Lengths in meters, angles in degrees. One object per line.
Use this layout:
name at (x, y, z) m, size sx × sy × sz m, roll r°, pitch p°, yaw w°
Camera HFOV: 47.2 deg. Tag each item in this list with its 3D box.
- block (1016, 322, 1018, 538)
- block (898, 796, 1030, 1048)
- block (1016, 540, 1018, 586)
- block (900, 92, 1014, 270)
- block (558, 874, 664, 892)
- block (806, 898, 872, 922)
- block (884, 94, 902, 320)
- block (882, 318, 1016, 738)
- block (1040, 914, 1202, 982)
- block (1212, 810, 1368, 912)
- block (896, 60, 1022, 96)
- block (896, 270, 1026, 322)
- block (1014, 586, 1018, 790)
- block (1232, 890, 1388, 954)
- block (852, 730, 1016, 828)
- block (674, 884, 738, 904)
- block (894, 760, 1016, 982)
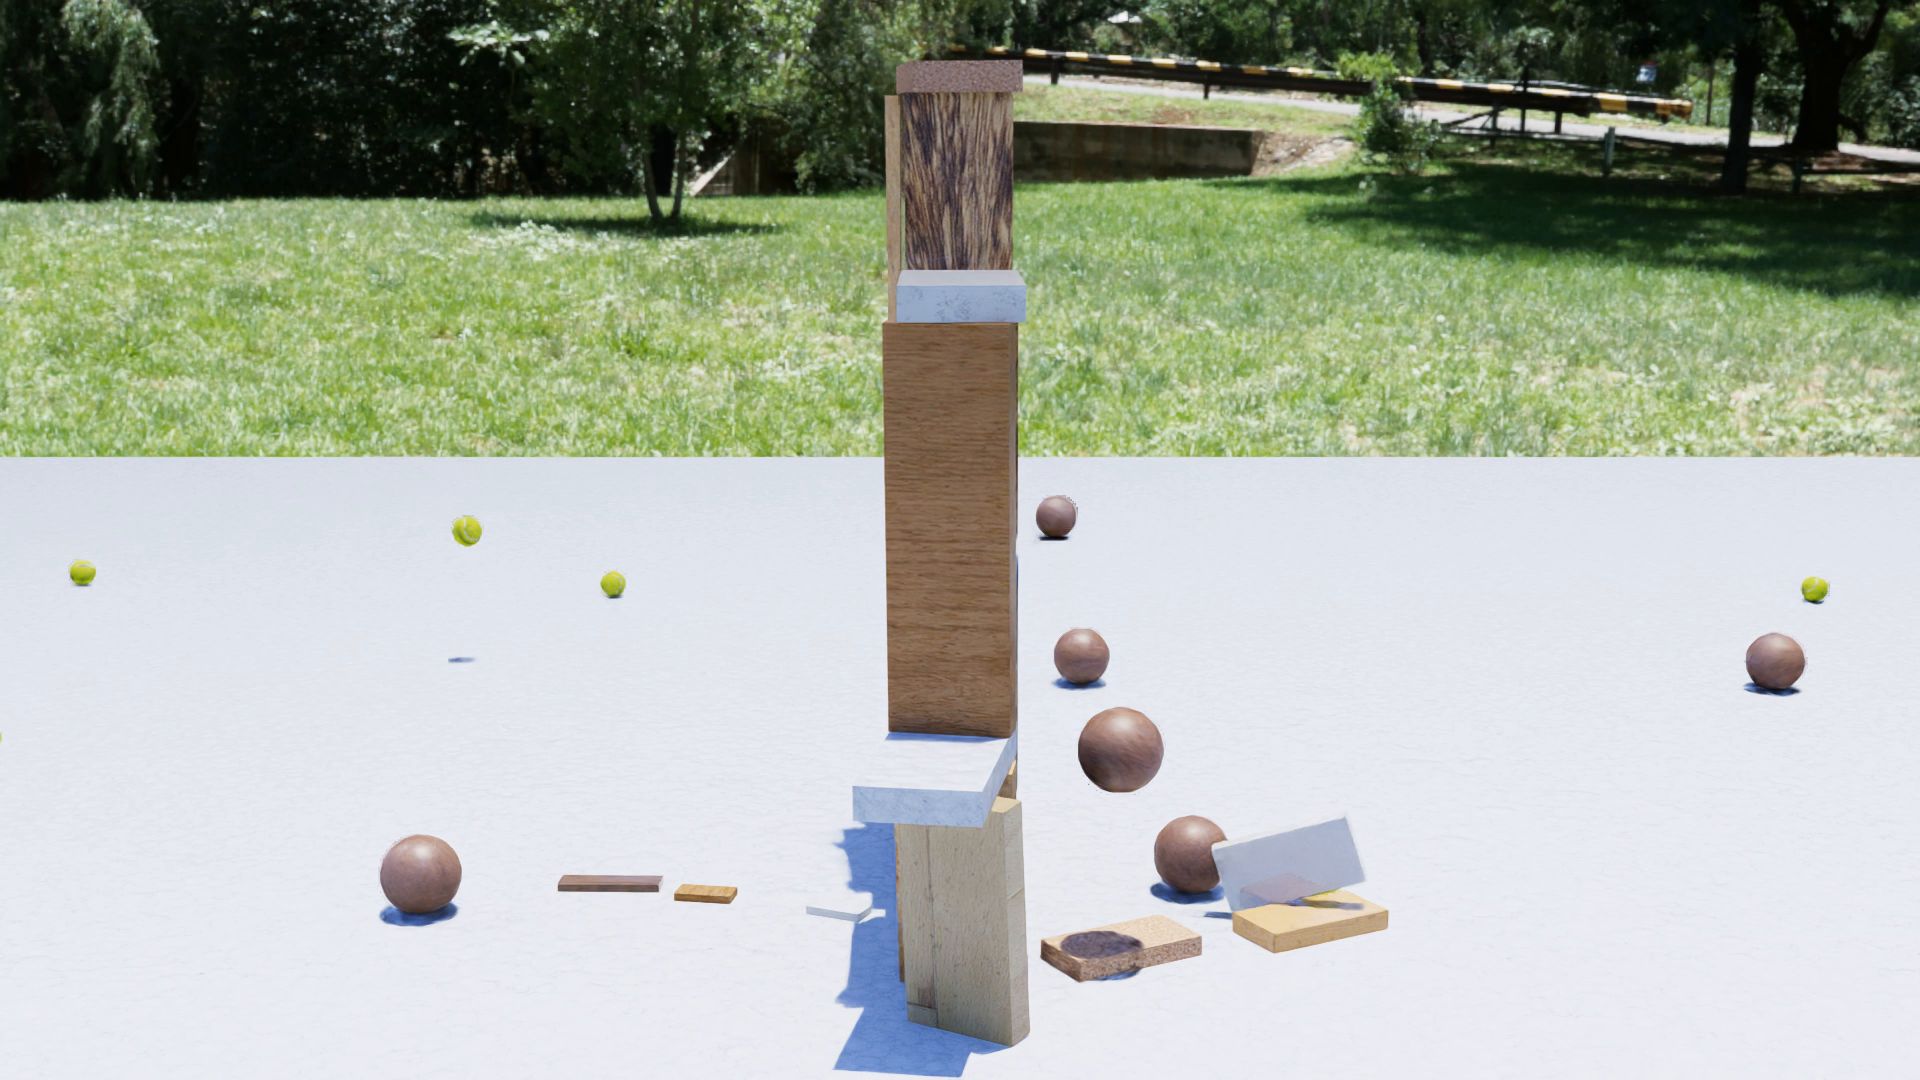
block at (0.000, -0.181, 3.376) m, size 0.178 × 0.356 × 0.050 m, roll 0°, pitch 17°, yaw 2°
block at (0.005, 0.522, 3.075) m, size 0.174 × 0.347 × 0.049 m, roll 6°, pitch 17°, yaw 31°
block at (0.007, 0.016, 3.426) m, size 0.162 × 0.046 × 0.323 m, roll 0°, pitch 10°, yaw 0°
block at (-0.005, -0.540, 3.527) m, size 0.174 × 0.347 × 0.049 m, roll -2°, pitch 11°, yaw -8°
block at (-0.587, 0.578, 3.698) m, size 0.170 × 0.014 × 0.048 m, roll 0°, pitch 11°, yaw 1°
block at (-0.197, 0.601, 3.574) m, size 0.095 × 0.014 × 0.048 m, roll 5°, pitch 12°, yaw 24°
block at (-0.038, -0.510, 3.773) m, size 0.174 × 0.497 × 0.049 m, roll -7°, pitch 12°, yaw -31°
block at (-0.013, -0.015, 3.113) m, size 0.178 × 0.591 × 0.050 m, roll 2°, pitch 13°, yaw 11°
block at (0.249, 0.627, 3.385) m, size 0.223 × 0.032 × 0.112 m, roll -6°, pitch 12°, yaw -29°
block at (0.528, 0.518, 3.529) m, size 0.223 × 0.112 × 0.032 m, roll -17°, pitch 8°, yaw 15°
block at (-0.005, -0.761, 3.627) m, size 0.174 × 0.049 × 0.347 m, roll -2°, pitch 11°, yaw -6°
block at (0.001, -0.356, 3.196) m, size 0.178 × 0.050 × 0.356 m, roll 0°, pitch 10°, yaw 0°
block at (0.007, 0.217, 3.351) m, size 0.162 × 0.323 × 0.046 m, roll 0°, pitch 10°, yaw 0°
block at (0.558, 0.606, 3.498) m, size 0.223 × 0.032 × 0.112 m, roll -6°, pitch 12°, yaw -28°
block at (-0.030, 0.320, 3.071) m, size 0.174 × 0.049 × 0.347 m, roll 2°, pitch 11°, yaw 9°
block at (-0.422, 0.587, 3.647) m, size 0.095 × 0.014 × 0.048 m, roll 2°, pitch 11°, yaw 10°
block at (-0.004, 0.491, 3.243) m, size 0.174 × 0.347 × 0.049 m, roll 2°, pitch 19°, yaw 8°
